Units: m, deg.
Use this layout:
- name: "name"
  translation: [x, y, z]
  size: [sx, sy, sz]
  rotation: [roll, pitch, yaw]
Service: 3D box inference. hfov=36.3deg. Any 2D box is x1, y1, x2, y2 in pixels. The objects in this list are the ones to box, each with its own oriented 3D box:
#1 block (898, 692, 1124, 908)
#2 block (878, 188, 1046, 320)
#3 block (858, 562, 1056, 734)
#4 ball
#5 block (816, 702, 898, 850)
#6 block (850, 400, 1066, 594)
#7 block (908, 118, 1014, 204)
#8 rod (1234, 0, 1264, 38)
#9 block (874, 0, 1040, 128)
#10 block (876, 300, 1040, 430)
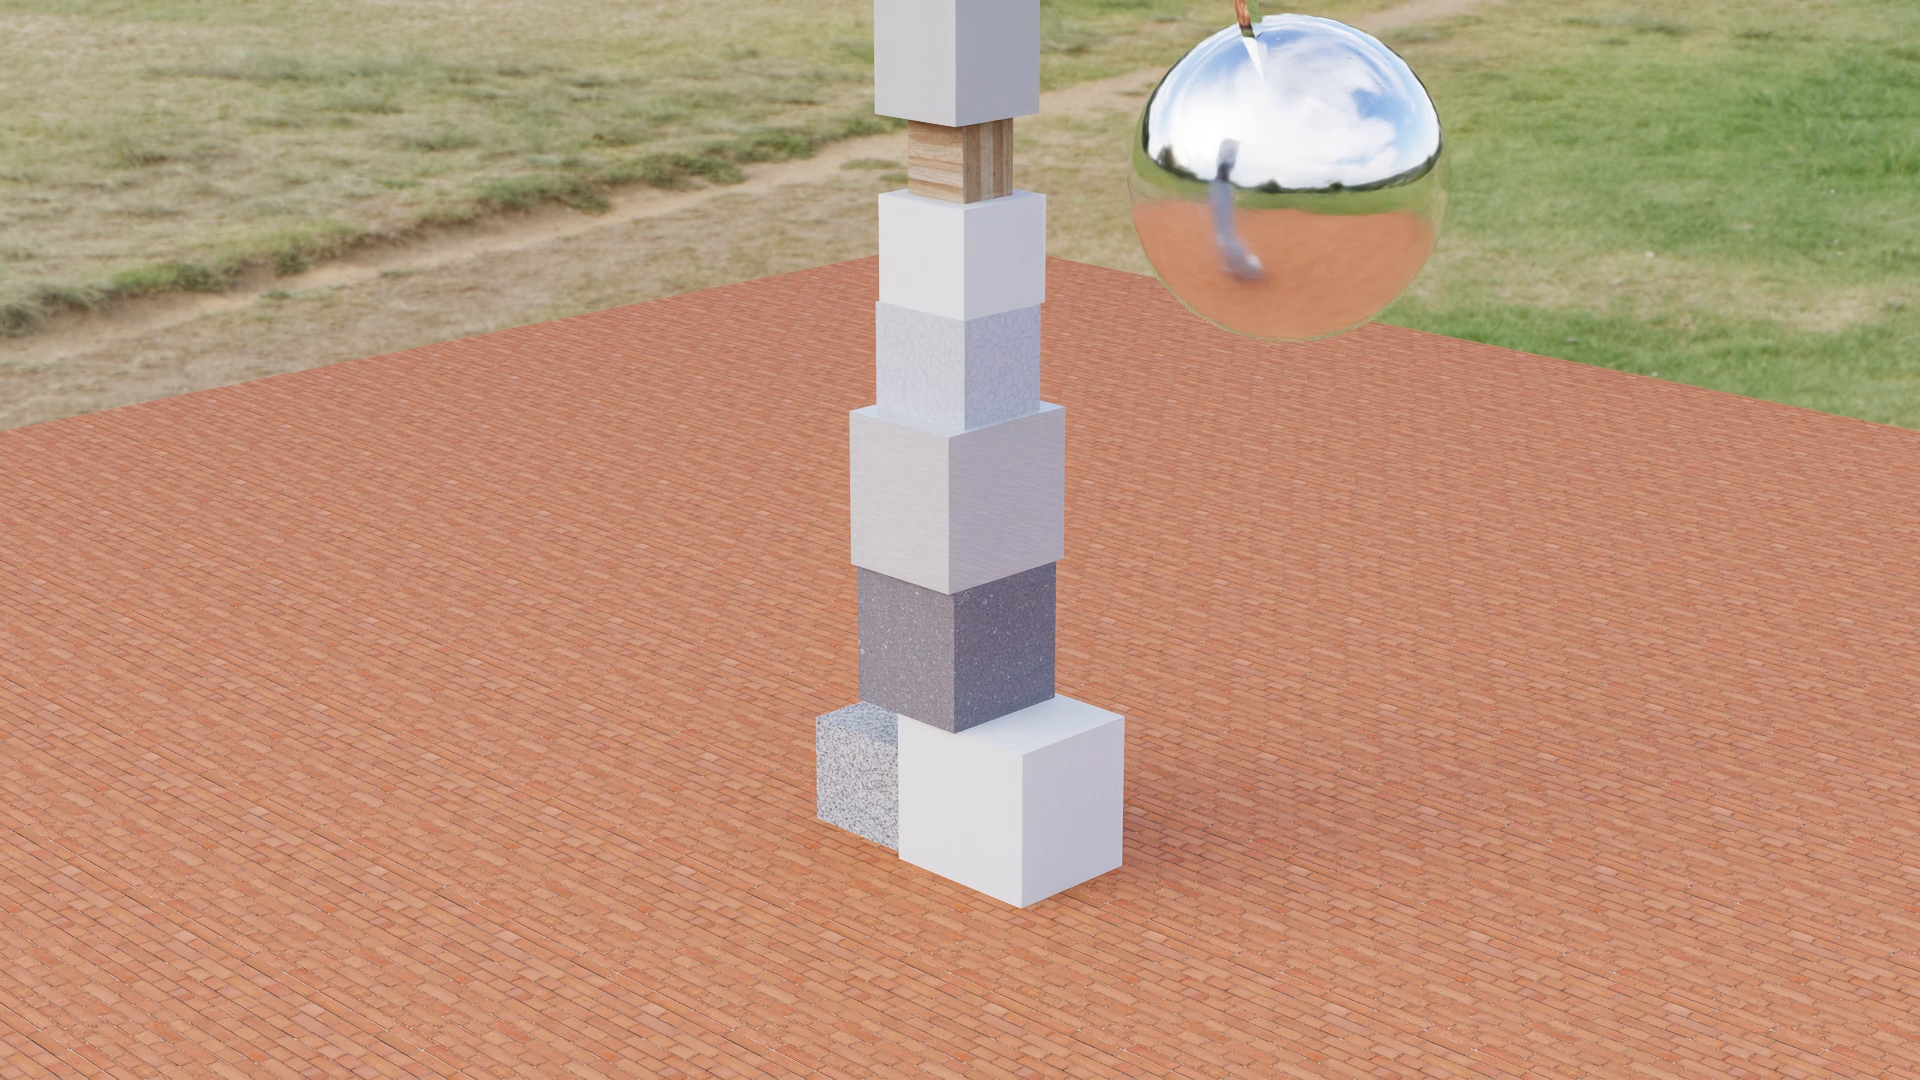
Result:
- name: "block"
  translation: [0.232, 1.141, 13.484]
  size: [0.672, 0.737, 0.790]
  rotation: [-17, 24, -42]
- name: "block"
  translation: [0.010, -1.288, 12.947]
  size: [0.509, 0.484, 0.530]
  rotation: [-17, 24, -42]
- name: "block"
  translation: [-0.014, 0.415, 13.457]
  size: [0.657, 0.666, 0.624]
  rotation: [-17, 24, -42]
- name: "ball"
  translation: [1.623, -1.789, 14.481]
  size: [1.600, 1.600, 1.600]
  rotation: [0, 17, 0]
- name: "block"
  translation: [-0.285, 1.099, 13.981]
  size: [0.523, 0.519, 0.610]
  rotation: [-17, 24, -42]
- name: "block"
  translation: [-0.010, -0.246, 13.253]
  size: [0.740, 0.717, 0.629]
  rotation: [-17, 24, -42]
- name: "block"
  translation: [0.002, -1.687, 12.814]
  size: [0.308, 0.359, 0.340]
  rotation: [-17, 24, -42]
- name: "rod"
  translation: [0.703, -4.510, 12.662]
  size: [0.080, 5.200, 0.080]
  rotation: [17, 46, 42]
- name: "block"
  translation: [-0.013, -2.124, 12.661]
  size: [0.513, 0.567, 0.495]
  rotation: [-17, 24, -42]
- name: "block"
  translation: [-0.009, -0.820, 13.075]
  size: [0.478, 0.486, 0.557]
  rotation: [-17, 24, -42]
